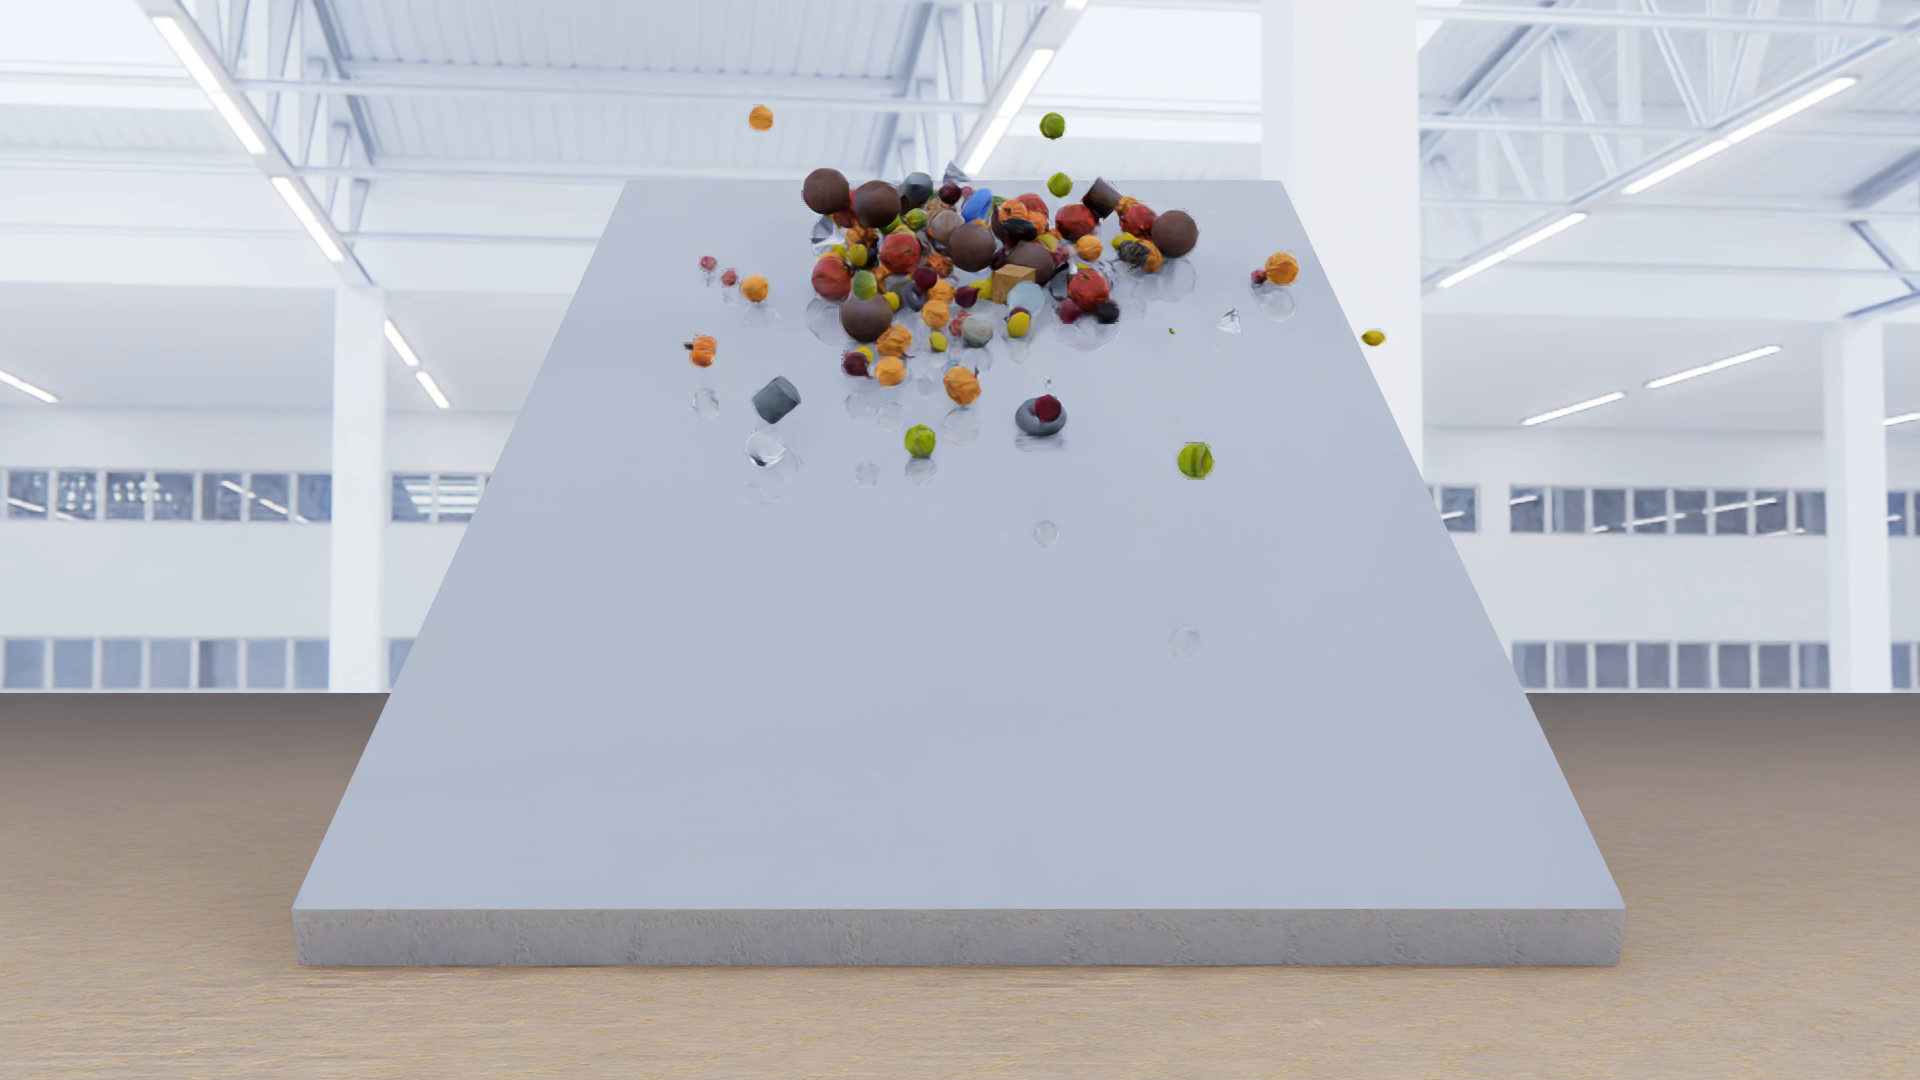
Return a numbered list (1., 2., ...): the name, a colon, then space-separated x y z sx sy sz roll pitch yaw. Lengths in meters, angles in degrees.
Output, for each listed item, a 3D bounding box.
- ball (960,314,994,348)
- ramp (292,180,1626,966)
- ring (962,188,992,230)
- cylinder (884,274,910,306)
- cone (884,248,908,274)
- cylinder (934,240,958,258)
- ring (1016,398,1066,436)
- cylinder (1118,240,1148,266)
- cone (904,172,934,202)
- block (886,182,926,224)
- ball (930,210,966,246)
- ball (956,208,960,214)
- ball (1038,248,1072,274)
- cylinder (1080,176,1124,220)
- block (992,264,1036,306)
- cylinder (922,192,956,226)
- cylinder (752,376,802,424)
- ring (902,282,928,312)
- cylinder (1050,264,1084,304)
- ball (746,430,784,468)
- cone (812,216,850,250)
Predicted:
1. ball: 0.042 -0.516 5.748 0.081 0.081 0.081 0 -4 0
2. ramp: -0.008 -0.229 5.334 2.000 0.100 4.000 0 24 0
3. ring: 0.046 -0.938 6.620 0.045 0.134 0.134 33 2 9
4. cylinder: -0.160 -0.648 6.054 0.069 0.069 0.069 1 24 -12
5. cone: -0.160 -0.748 6.319 0.071 0.071 0.071 -2 -6 27
6. cylinder: -0.041 -0.809 6.419 0.060 0.060 0.060 -3 -3 -6
7. ring: 0.182 -0.277 5.244 0.115 0.115 0.038 0 -45 0
8. cylinder: 0.461 -0.763 6.202 0.057 0.057 0.057 24 9 30
9. cone: -0.123 -0.998 6.572 0.087 0.087 0.087 0 3 7
10. block: -0.151 -0.976 6.726 0.080 0.080 0.080 -34 31 -9
11. ball: -0.030 -0.833 6.237 0.096 0.096 0.096 0 -4 0
12. ball: -0.025 -0.936 6.707 0.053 0.053 0.053 0 -4 0
13. ball: 0.258 -0.747 6.329 0.088 0.088 0.088 0 -4 0
14. cylinder: 0.396 -0.958 6.537 0.088 0.088 0.088 37 -9 -7
15. block: 0.141 -0.661 6.067 0.082 0.082 0.082 14 28 27
16. cylinder: -0.056 -0.933 6.634 0.082 0.082 0.082 -25 -4 0
17. cylinder: -0.410 -0.313 5.210 0.078 0.078 0.078 -37 -18 19
18. ring: -0.116 -0.626 6.002 0.078 0.078 0.026 3 -17 -43
19. cylinder: 0.279 -0.669 6.082 0.085 0.085 0.085 0 24 6
20. ball: -0.422 -0.197 5.040 0.084 0.084 0.084 0 -4 0
21. cone: -0.346 -0.843 6.512 0.097 0.097 0.097 16 -13 -38
